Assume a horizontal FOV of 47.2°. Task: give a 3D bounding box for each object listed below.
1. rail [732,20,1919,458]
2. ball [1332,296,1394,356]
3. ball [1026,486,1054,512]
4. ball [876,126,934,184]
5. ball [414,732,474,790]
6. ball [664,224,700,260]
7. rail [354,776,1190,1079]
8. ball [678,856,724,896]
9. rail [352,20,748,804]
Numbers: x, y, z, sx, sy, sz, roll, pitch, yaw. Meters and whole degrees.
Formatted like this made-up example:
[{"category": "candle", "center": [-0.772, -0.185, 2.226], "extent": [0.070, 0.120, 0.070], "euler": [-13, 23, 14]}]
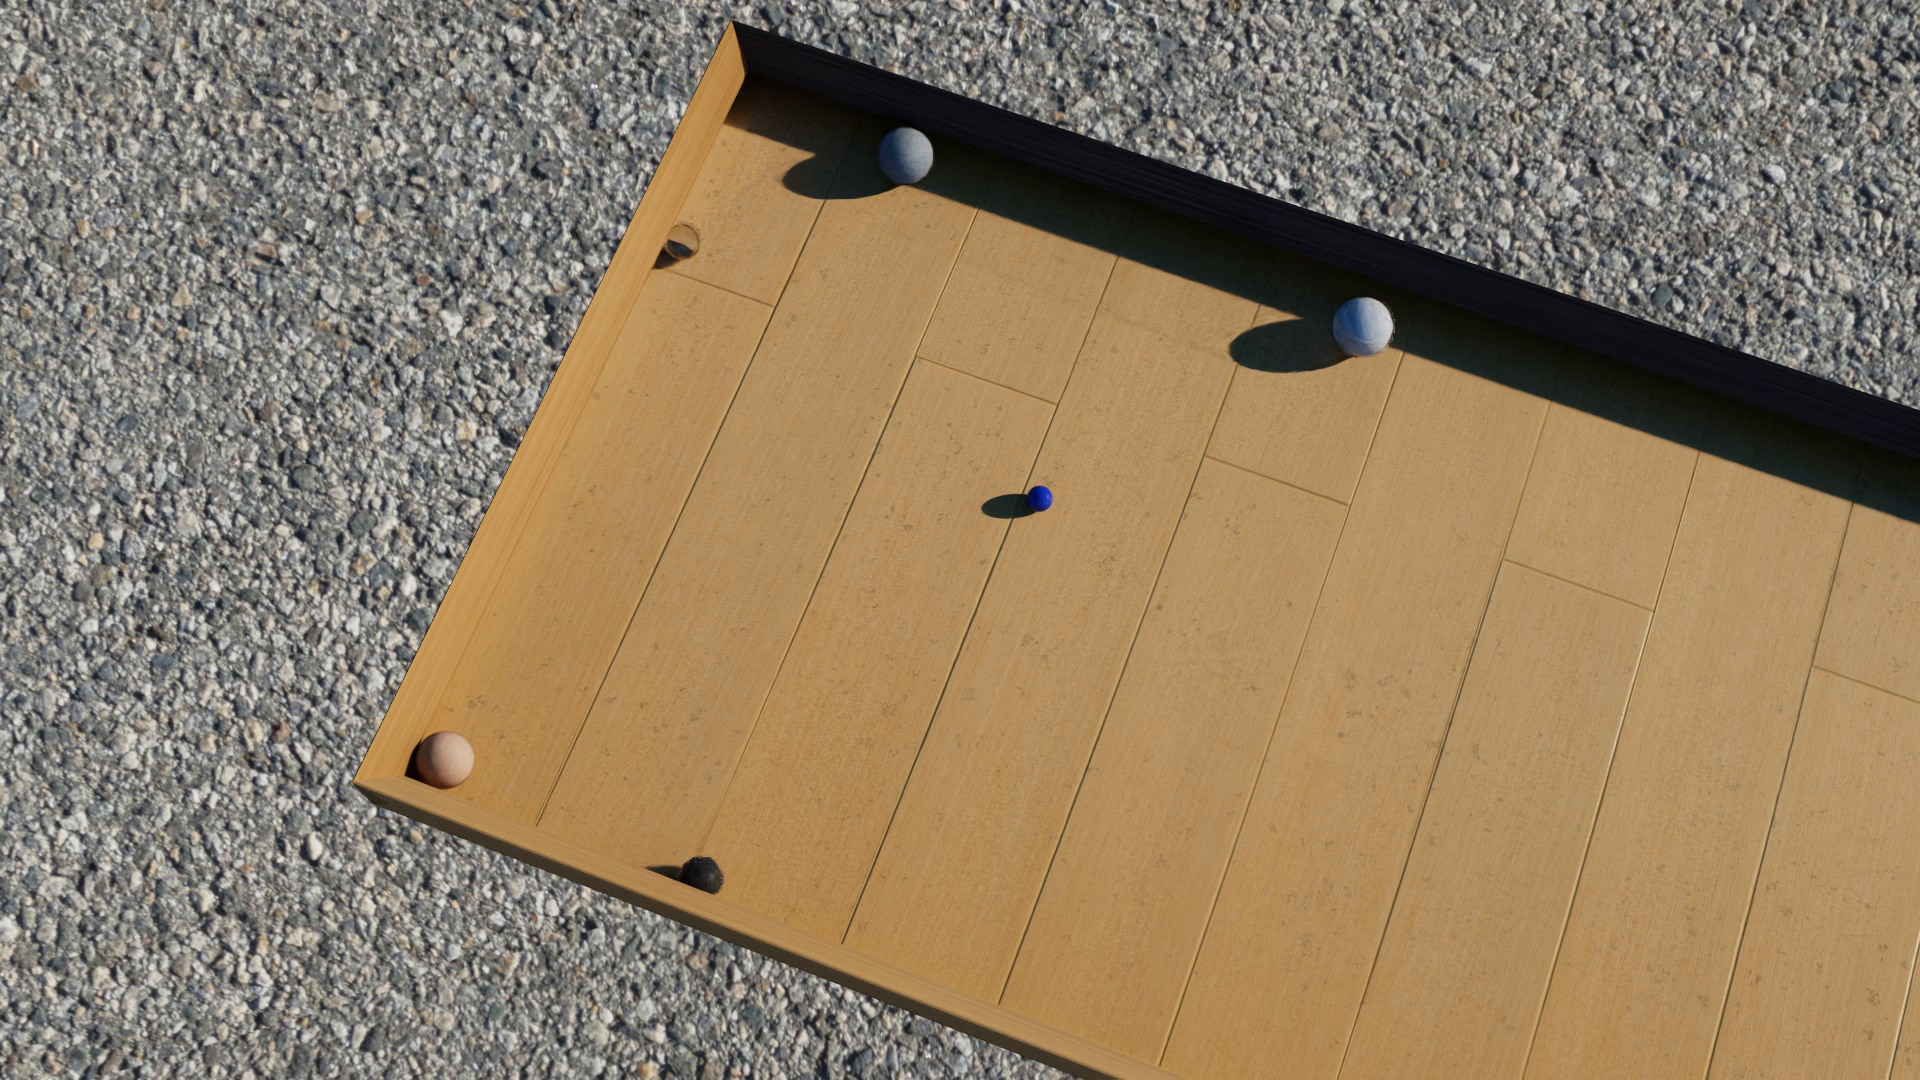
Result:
[{"category": "rail", "center": [0.886, -0.379, 3.585], "extent": [2.745, 0.127, 0.045], "euler": [20, 70, 7]}, {"category": "ball", "center": [0.657, -0.348, 3.590], "extent": [0.098, 0.098, 0.098], "euler": [0, 69, 0]}, {"category": "ball", "center": [0.127, -0.066, 3.509], "extent": [0.043, 0.043, 0.043], "euler": [0, 69, 0]}, {"category": "ball", "center": [-0.093, -0.648, 3.707], "extent": [0.095, 0.095, 0.095], "euler": [0, 69, 0]}, {"category": "ball", "center": [-0.780, 0.334, 3.330], "extent": [0.088, 0.088, 0.088], "euler": [0, 69, 0]}, {"category": "ball", "center": [-0.464, -0.497, 3.667], "extent": [0.061, 0.061, 0.061], "euler": [0, 69, 0]}, {"category": "rail", "center": [0.396, 0.816, 3.121], "extent": [2.745, 0.127, 0.045], "euler": [20, 70, 7]}, {"category": "ball", "center": [-0.386, 0.504, 3.275], "extent": [0.066, 0.066, 0.066], "euler": [0, 69, 0]}, {"category": "rail", "center": [-0.619, -0.231, 3.527], "extent": [0.045, 0.127, 1.420], "euler": [20, 70, 7]}]
